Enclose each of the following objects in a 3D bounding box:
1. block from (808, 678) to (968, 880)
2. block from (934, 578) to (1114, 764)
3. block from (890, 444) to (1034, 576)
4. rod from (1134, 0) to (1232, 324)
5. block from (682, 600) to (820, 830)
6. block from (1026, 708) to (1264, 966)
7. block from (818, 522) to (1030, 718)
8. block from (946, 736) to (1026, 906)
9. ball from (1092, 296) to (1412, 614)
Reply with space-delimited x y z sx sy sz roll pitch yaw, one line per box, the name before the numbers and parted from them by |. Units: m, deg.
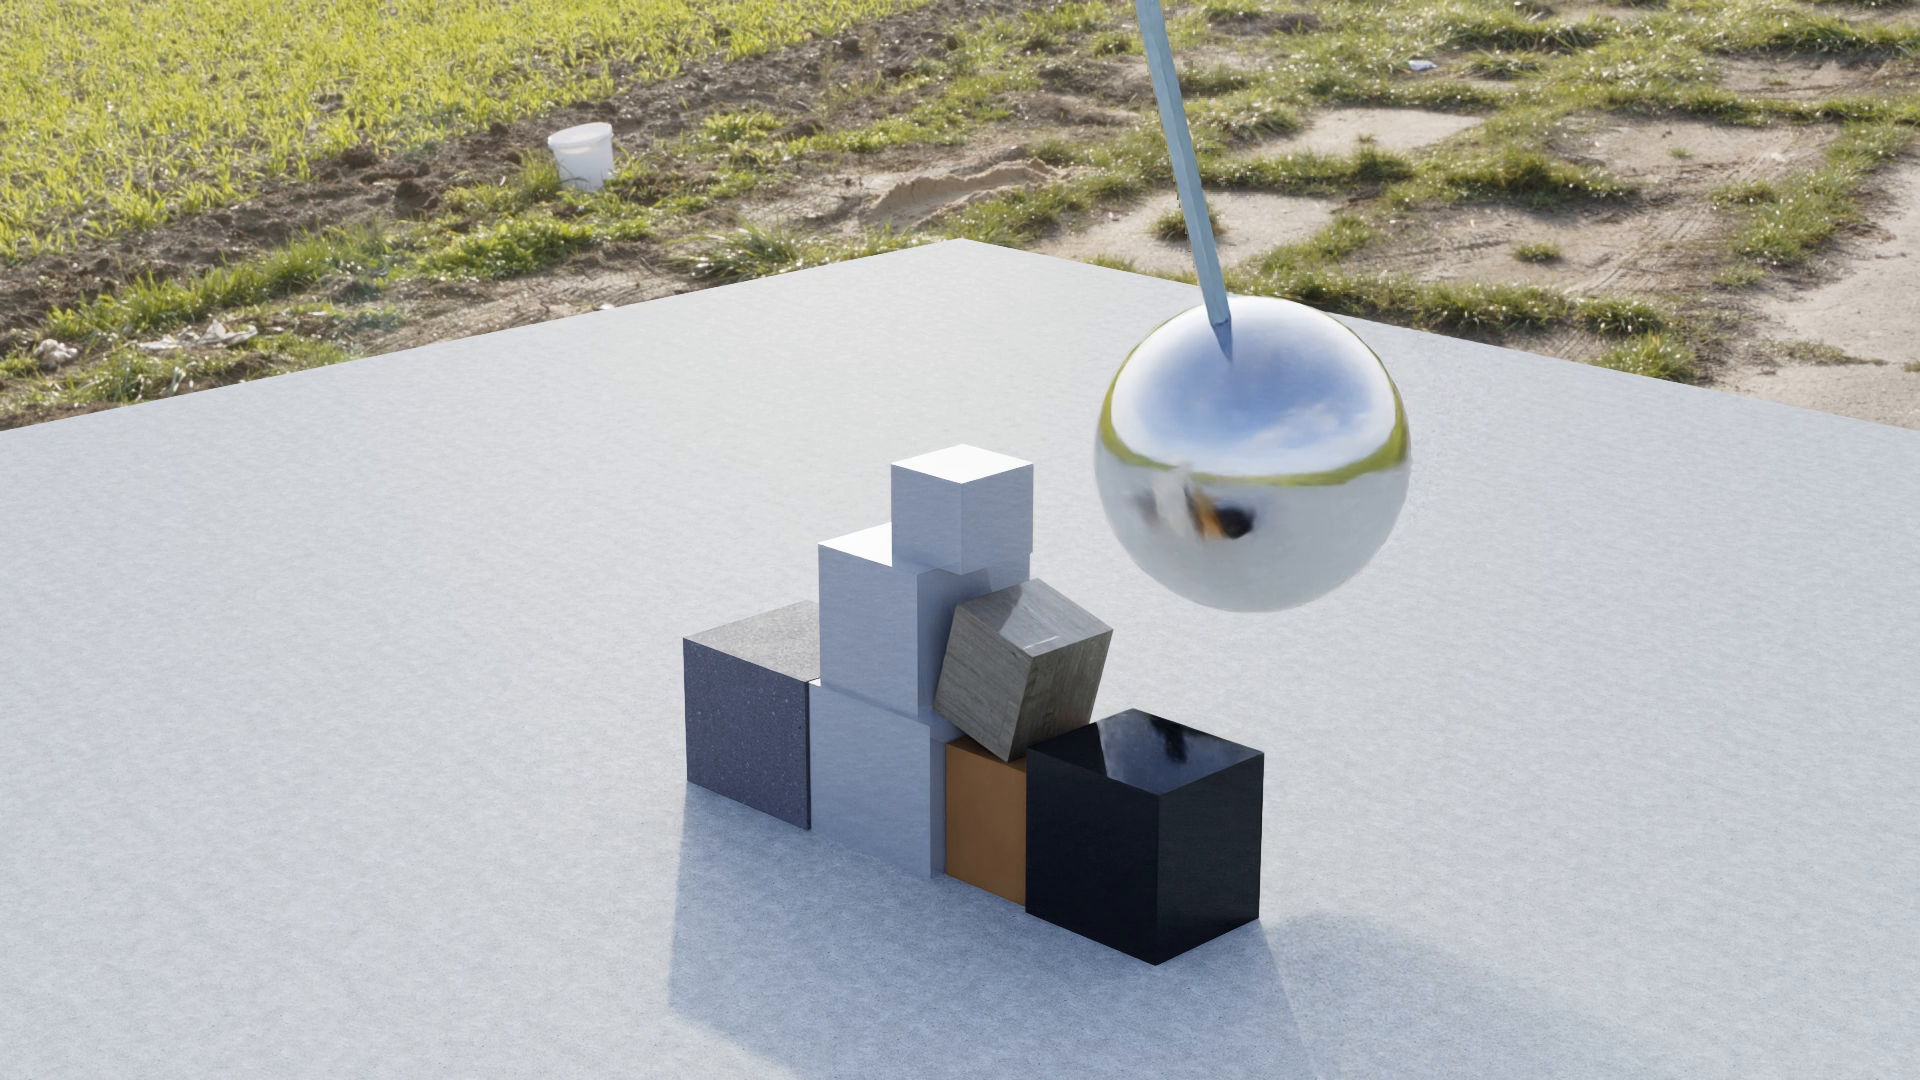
block | -0.145 1.026 13.829 0.784 0.750 0.810 -17 24 -42
block | 0.282 0.582 13.221 0.526 0.561 0.488 -17 40 -42
block | 0.010 -0.143 13.307 0.463 0.427 0.451 -17 24 -42
rod | 0.636 -3.221 12.996 0.080 5.200 0.080 17 44 42
block | -0.751 0.842 14.409 0.818 0.753 0.888 -17 24 -42
block | 0.809 1.292 12.920 0.694 0.788 0.772 -17 24 -42
block | -0.165 0.333 13.642 0.729 0.684 0.656 -17 24 -42
block | 0.327 1.224 13.376 0.571 0.644 0.533 -17 24 -42
ball | 1.467 -0.427 14.745 1.600 1.600 1.600 0 17 0
